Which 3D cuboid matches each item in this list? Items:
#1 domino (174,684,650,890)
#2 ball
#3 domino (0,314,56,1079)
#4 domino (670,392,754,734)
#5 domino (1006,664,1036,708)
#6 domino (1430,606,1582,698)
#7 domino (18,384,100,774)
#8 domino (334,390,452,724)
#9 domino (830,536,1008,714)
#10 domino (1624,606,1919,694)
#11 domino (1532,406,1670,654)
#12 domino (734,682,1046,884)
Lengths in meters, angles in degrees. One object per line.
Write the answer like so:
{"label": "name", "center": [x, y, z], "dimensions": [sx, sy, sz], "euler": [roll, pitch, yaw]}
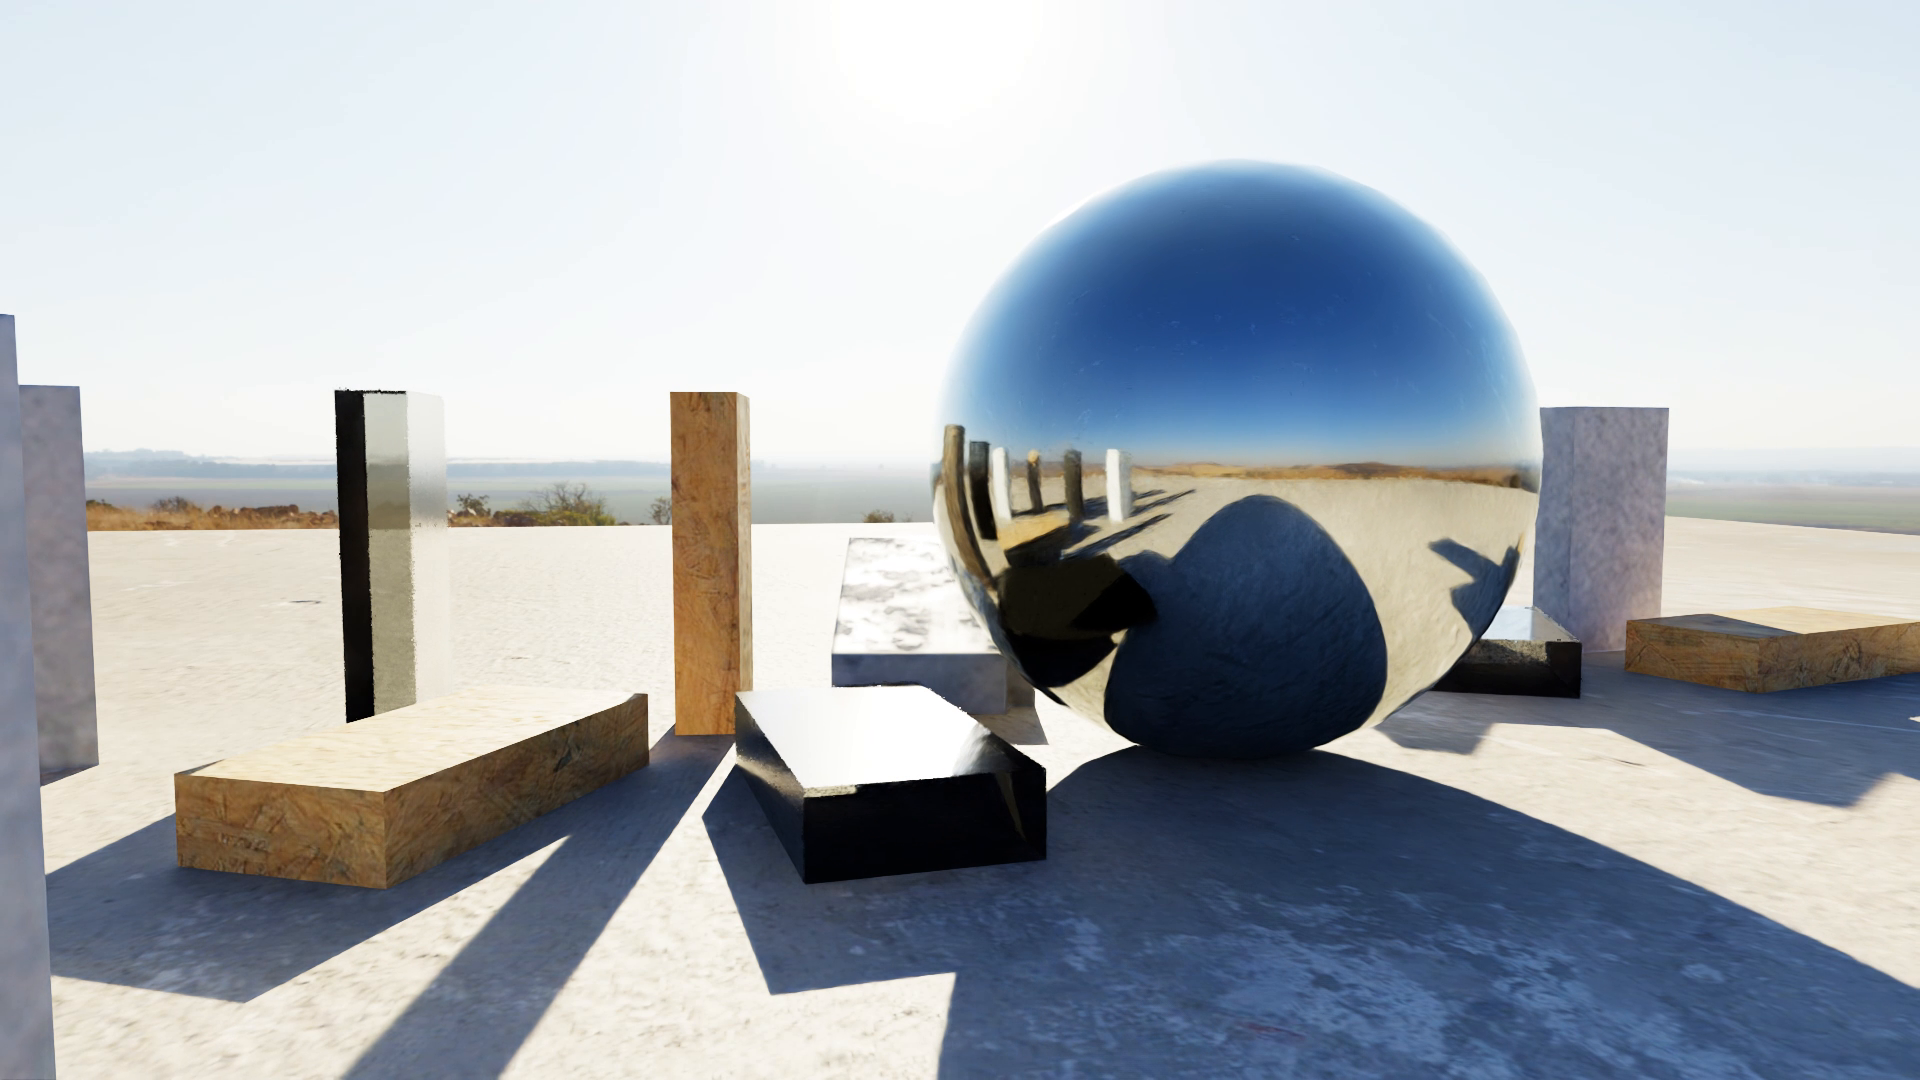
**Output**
{"label": "domino", "center": [-0.060, 0.027, 0.150], "dimensions": [0.025, 0.009, 0.050], "euler": [1, 4, 16]}
{"label": "ball", "center": [0.036, -0.011, 0.175], "dimensions": [0.080, 0.080, 0.080], "euler": [0, 4, 0]}
{"label": "domino", "center": [-0.064, 0.013, 0.067], "dimensions": [0.010, 0.050, 0.025], "euler": [2, 5, 21]}
{"label": "domino", "center": [-0.038, 0.003, 0.199], "dimensions": [0.009, 0.050, 0.025], "euler": [0, 4, -5]}
{"label": "domino", "center": [-0.002, 0.016, 0.230], "dimensions": [0.025, 0.009, 0.050], "euler": [0, 16, -3]}
{"label": "domino", "center": [0.099, 0.020, 0.242], "dimensions": [0.025, 0.010, 0.050], "euler": [1, 4, 16]}
{"label": "domino", "center": [-0.127, 0.005, 0.174], "dimensions": [0.025, 0.050, 0.009], "euler": [4, 6, 44]}
{"label": "domino", "center": [-0.085, 0.003, 0.193], "dimensions": [0.010, 0.050, 0.025], "euler": [-1, 4, -11]}
{"label": "domino", "center": [-0.007, 0.012, 0.206], "dimensions": [0.025, 0.010, 0.050], "euler": [0, 20, -2]}
{"label": "domino", "center": [0.153, 0.020, 0.241], "dimensions": [0.050, 0.010, 0.025], "euler": [-2, 5, -26]}
{"label": "domino", "center": [0.133, -0.002, 0.266], "dimensions": [0.025, 0.050, 0.009], "euler": [-2, 5, -20]}
{"label": "domino", "center": [-0.011, 0.027, 0.151], "dimensions": [0.025, 0.010, 0.050], "euler": [-1, 4, -17]}
